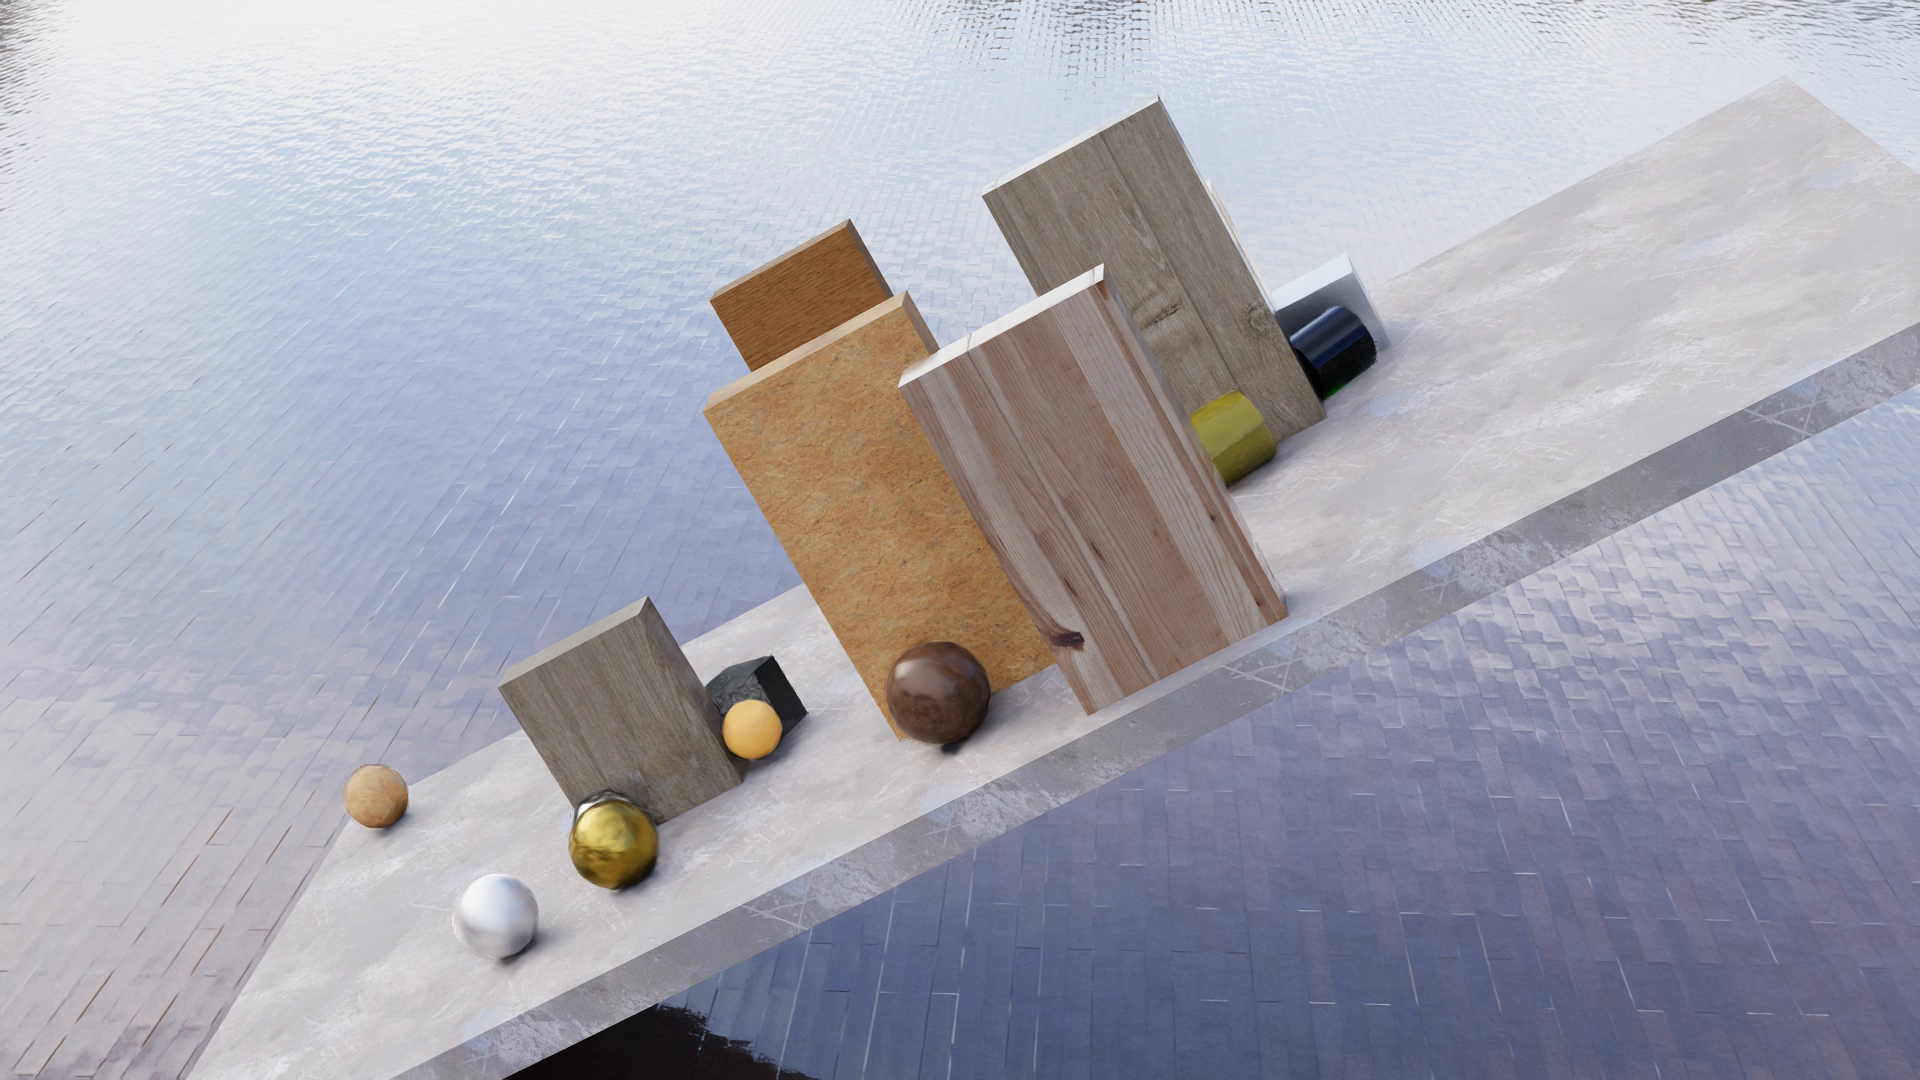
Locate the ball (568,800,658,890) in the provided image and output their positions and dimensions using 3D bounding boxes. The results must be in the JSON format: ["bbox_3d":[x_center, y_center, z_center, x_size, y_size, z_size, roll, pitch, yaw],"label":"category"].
[{"bbox_3d":[-0.690,0.606,5.859,0.179,0.179,0.179,0,18,0],"label":"ball"}]

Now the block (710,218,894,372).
[{"bbox_3d":[-0.234,-0.332,6.960,0.368,0.771,0.099,-27,14,11],"label":"block"}]

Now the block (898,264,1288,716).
[{"bbox_3d":[0.244,-0.086,5.302,0.410,0.704,0.129,-27,14,11],"label":"block"}]

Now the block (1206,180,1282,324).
[{"bbox_3d":[0.560,-0.520,6.600,0.264,0.491,0.146,-27,14,11],"label":"block"}]

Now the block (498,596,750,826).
[{"bbox_3d":[-0.699,0.386,6.135,0.344,0.421,0.116,-27,14,11],"label":"block"}]

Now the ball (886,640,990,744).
[{"bbox_3d":[-0.042,0.291,5.612,0.199,0.199,0.199,0,18,0],"label":"ball"}]

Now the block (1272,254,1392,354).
[{"bbox_3d":[0.831,-0.496,6.594,0.191,0.191,0.191,-27,14,11],"label":"block"}]

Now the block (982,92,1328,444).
[{"bbox_3d":[0.417,-0.507,6.265,0.418,0.772,0.103,-27,14,11],"label":"block"}]

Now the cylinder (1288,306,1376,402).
[{"bbox_3d":[0.795,-0.402,6.411,0.158,0.158,0.158,-35,32,-20],"label":"cylinder"}]

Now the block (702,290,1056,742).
[{"bbox_3d":[-0.111,-0.042,5.733,0.438,0.766,0.134,-27,14,11],"label":"block"}]

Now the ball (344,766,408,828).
[{"bbox_3d":[-1.449,0.638,7.308,0.157,0.157,0.157,0,18,0],"label":"ball"}]

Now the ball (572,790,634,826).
[{"bbox_3d":[-0.728,0.589,6.066,0.144,0.144,0.144,0,18,0],"label":"ball"}]

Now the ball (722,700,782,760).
[{"bbox_3d":[-0.432,0.394,6.111,0.124,0.124,0.124,0,18,0],"label":"ball"}]

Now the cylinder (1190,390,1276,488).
[{"bbox_3d":[0.548,-0.200,6.186,0.169,0.169,0.169,-33,26,-10],"label":"cylinder"}]

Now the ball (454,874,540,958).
[{"bbox_3d":[-0.922,0.748,5.856,0.167,0.167,0.167,0,18,0],"label":"ball"}]

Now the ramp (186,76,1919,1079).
[{"bbox_3d":[0.142,0.167,6.283,4.000,0.100,2.000,-27,14,11],"label":"ramp"}]

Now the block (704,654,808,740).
[{"bbox_3d":[-0.456,0.363,6.282,0.153,0.153,0.153,-17,19,42],"label":"block"}]
